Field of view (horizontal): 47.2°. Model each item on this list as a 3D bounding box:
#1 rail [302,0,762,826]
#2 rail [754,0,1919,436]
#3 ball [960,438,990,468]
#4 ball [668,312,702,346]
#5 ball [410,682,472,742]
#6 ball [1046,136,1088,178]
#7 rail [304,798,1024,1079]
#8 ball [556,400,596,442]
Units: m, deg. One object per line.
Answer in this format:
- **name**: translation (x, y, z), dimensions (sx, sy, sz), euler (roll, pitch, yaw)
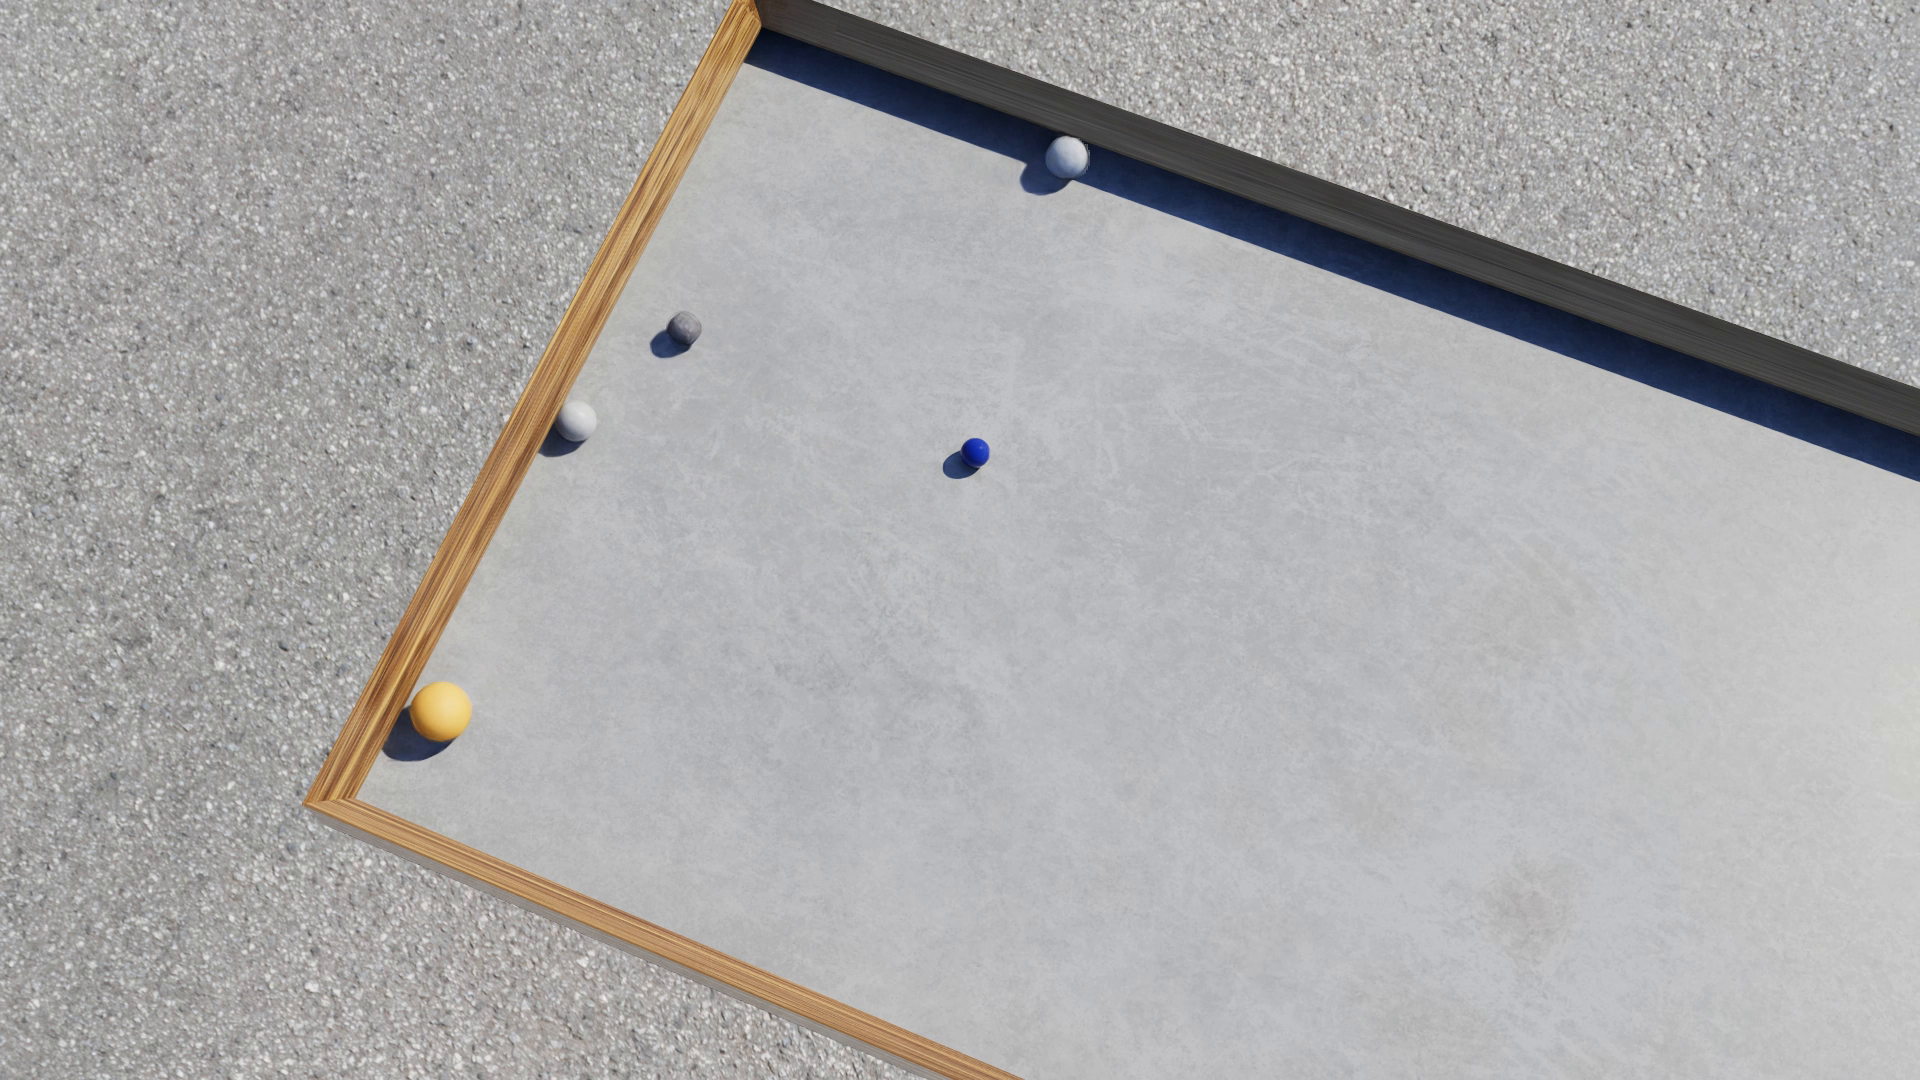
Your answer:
- **rail**: translation (-0.645, -0.258, 3.547), dimensions (0.045, 0.119, 1.573), euler (21, 70, 8)
- **rail**: translation (0.958, -0.410, 3.607), dimensions (2.887, 0.119, 0.045), euler (21, 70, 8)
- **ball**: translation (0.025, -0.141, 3.540), dimensions (0.049, 0.049, 0.049), euler (0, 69, 0)
- **ball**: translation (-0.453, -0.348, 3.618), dimensions (0.055, 0.055, 0.055), euler (0, 69, 0)
- **ball**: translation (-0.792, 0.261, 3.359), dimensions (0.092, 0.092, 0.092), euler (0, 69, 0)
- **ball**: translation (0.180, -0.649, 3.727), dimensions (0.072, 0.072, 0.072), euler (0, 69, 0)
- **rail**: translation (0.376, 0.903, 3.092), dimensions (2.887, 0.119, 0.045), euler (21, 70, 8)
- **ball**: translation (-0.620, -0.192, 3.551), dimensions (0.067, 0.067, 0.067), euler (0, 69, 0)
